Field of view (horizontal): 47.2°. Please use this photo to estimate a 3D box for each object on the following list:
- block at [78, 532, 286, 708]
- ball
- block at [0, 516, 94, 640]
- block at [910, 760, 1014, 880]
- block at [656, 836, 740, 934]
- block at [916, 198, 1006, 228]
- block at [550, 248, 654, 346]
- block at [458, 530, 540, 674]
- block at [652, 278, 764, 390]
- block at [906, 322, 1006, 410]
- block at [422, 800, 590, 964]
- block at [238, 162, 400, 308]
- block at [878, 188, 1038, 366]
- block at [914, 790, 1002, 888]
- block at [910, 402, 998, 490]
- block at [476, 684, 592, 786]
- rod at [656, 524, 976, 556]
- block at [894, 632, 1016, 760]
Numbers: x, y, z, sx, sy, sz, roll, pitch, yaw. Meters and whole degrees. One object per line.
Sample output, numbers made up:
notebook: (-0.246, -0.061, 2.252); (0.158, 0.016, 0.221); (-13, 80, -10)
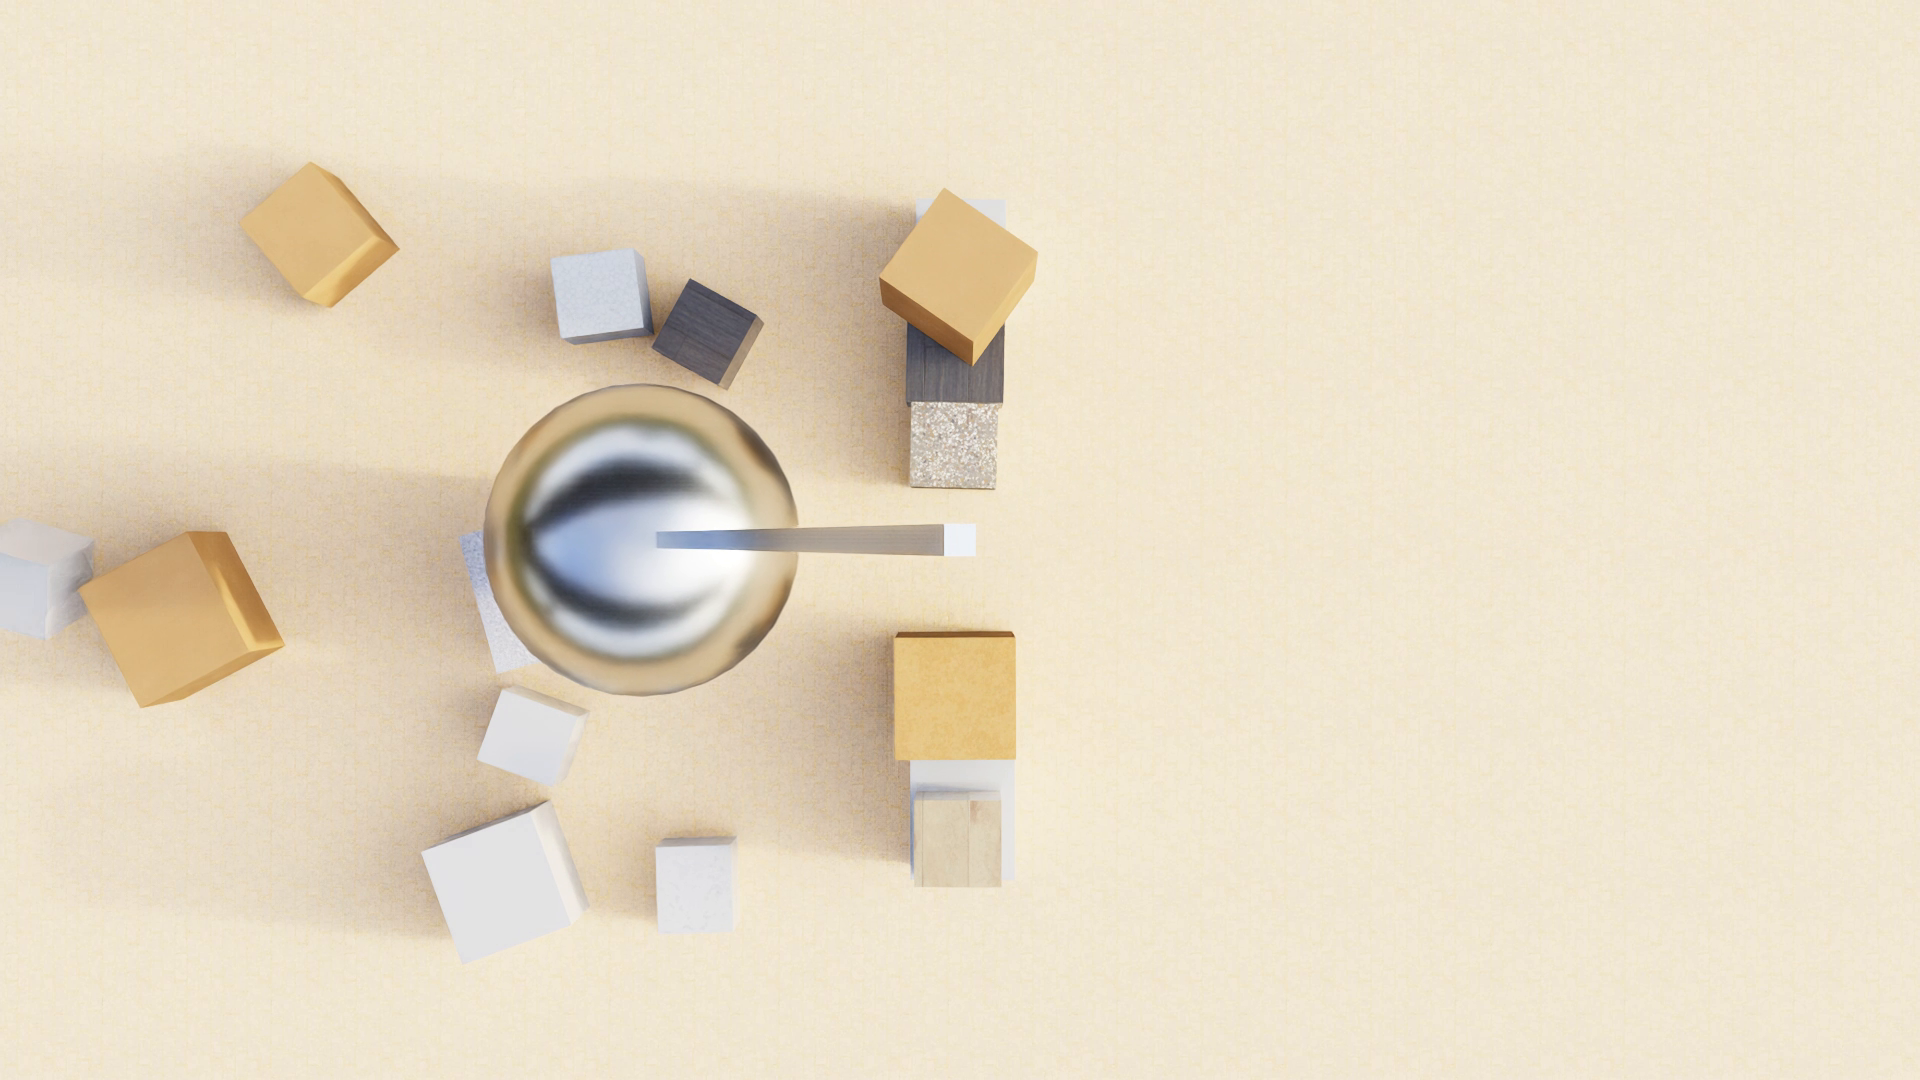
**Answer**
block: (-4.467, 0.448, 12.666); (0.690, 0.669, 0.762); (-28, 90, 0)
ball: (-1.615, 0.000, 11.201); (1.600, 1.600, 1.600); (0, 90, 0)
block: (-5.332, 0.218, 12.633); (0.490, 0.450, 0.470); (15, 113, 7)
block: (0.014, 1.572, 12.704); (0.590, 0.592, 0.689); (0, 90, 0)
block: (-1.522, 2.004, 12.799); (0.431, 0.402, 0.499); (-2, 90, 0)
block: (0.004, -1.631, 12.743); (0.511, 0.513, 0.610); (1, 90, 0)
block: (-2.073, -1.411, 12.776); (0.477, 0.448, 0.460); (-7, 90, 0)
block: (-2.232, 0.238, 12.572); (0.897, 0.855, 0.787); (-16, 90, 0)
block: (-1.456, -1.186, 12.753); (0.437, 0.493, 0.456); (29, 90, 0)
block: (-0.025, -1.049, 12.708); (0.554, 0.583, 0.539); (1, 90, 0)
block: (-2.609, 1.961, 12.685); (0.654, 0.630, 0.677); (-20, 90, 0)
block: (-3.691, -1.754, 12.704); (0.537, 0.593, 0.551); (-41, 90, 0)
block: (-0.008, -1.441, 12.124); (0.623, 0.614, 0.607); (35, 83, 4)
block: (-0.011, 1.652, 12.181); (0.474, 0.454, 0.472); (0, 90, 0)
block: (-0.034, -0.540, 12.756); (0.494, 0.487, 0.479); (1, 90, 0)
block: (-2.469, 1.132, 12.771); (0.460, 0.458, 0.424); (20, 90, 0)
rod: (-0.700, 0.000, 7.927); (0.080, 5.200, 0.080); (0, 90, -16)
block: (-0.026, 0.880, 12.589); (0.672, 0.823, 0.677); (0, 90, 0)
